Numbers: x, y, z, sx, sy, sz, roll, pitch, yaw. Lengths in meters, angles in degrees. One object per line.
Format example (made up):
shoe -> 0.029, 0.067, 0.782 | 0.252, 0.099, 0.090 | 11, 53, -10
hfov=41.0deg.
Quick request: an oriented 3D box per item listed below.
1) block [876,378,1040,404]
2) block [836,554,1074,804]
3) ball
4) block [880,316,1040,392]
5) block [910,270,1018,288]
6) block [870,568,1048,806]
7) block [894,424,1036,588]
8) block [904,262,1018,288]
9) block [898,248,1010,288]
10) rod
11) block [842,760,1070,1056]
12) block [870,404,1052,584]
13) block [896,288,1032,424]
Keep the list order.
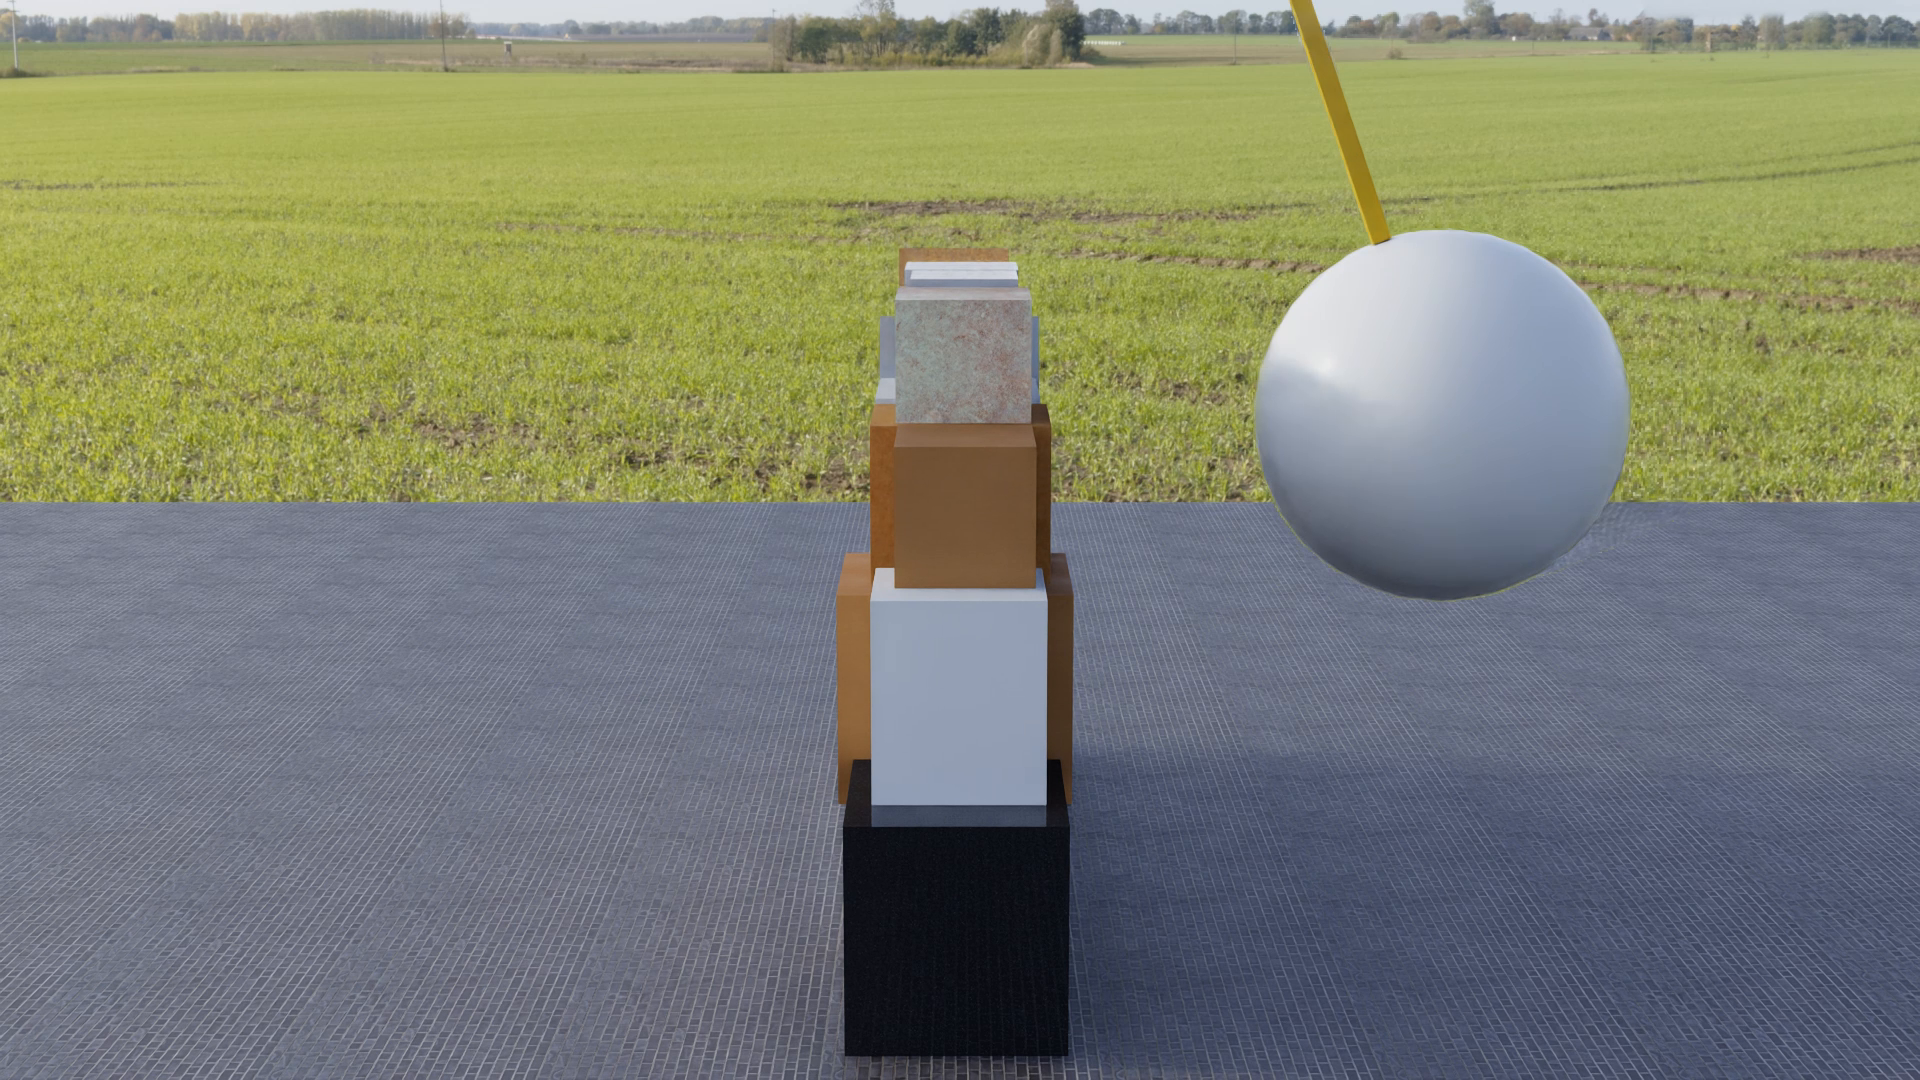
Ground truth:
block -> -0.009, -0.273, 11.040 | 0.685, 0.764, 0.719 | 0, 10, 0
block -> -0.019, 0.546, 10.388 | 0.917, 0.841, 0.815 | 0, 11, 0
ball -> 2.074, -0.538, 11.083 | 1.600, 1.600, 1.600 | 0, 10, 0
block -> -0.003, -0.696, 12.773 | 0.774, 0.691, 0.723 | 0, -8, 0
block -> 0.018, -0.866, 10.778 | 0.442, 0.497, 0.474 | 0, 10, 0
block -> -0.004, 0.540, 9.646 | 0.641, 0.764, 0.629 | 0, 10, 0
block -> 0.019, -0.135, 9.743 | 0.523, 0.528, 0.604 | 0, 10, 0
block -> 0.007, -0.950, 11.233 | 0.486, 0.499, 0.443 | 0, 10, 0
block -> -0.029, -1.017, 12.094 | 0.512, 0.492, 0.531 | 0, -28, -1
rod -> 0.899, -3.677, 10.512 | 0.080, 5.200, 0.080 | -20, 10, 4
block -> -0.013, 1.363, 9.661 | 0.809, 0.861, 0.915 | 0, 10, 0
block -> 0.002, -0.195, 10.352 | 0.708, 0.628, 0.606 | 0, 11, 0
block -> 0.014, -0.744, 10.263 | 0.532, 0.485, 0.502 | 0, 11, 0
